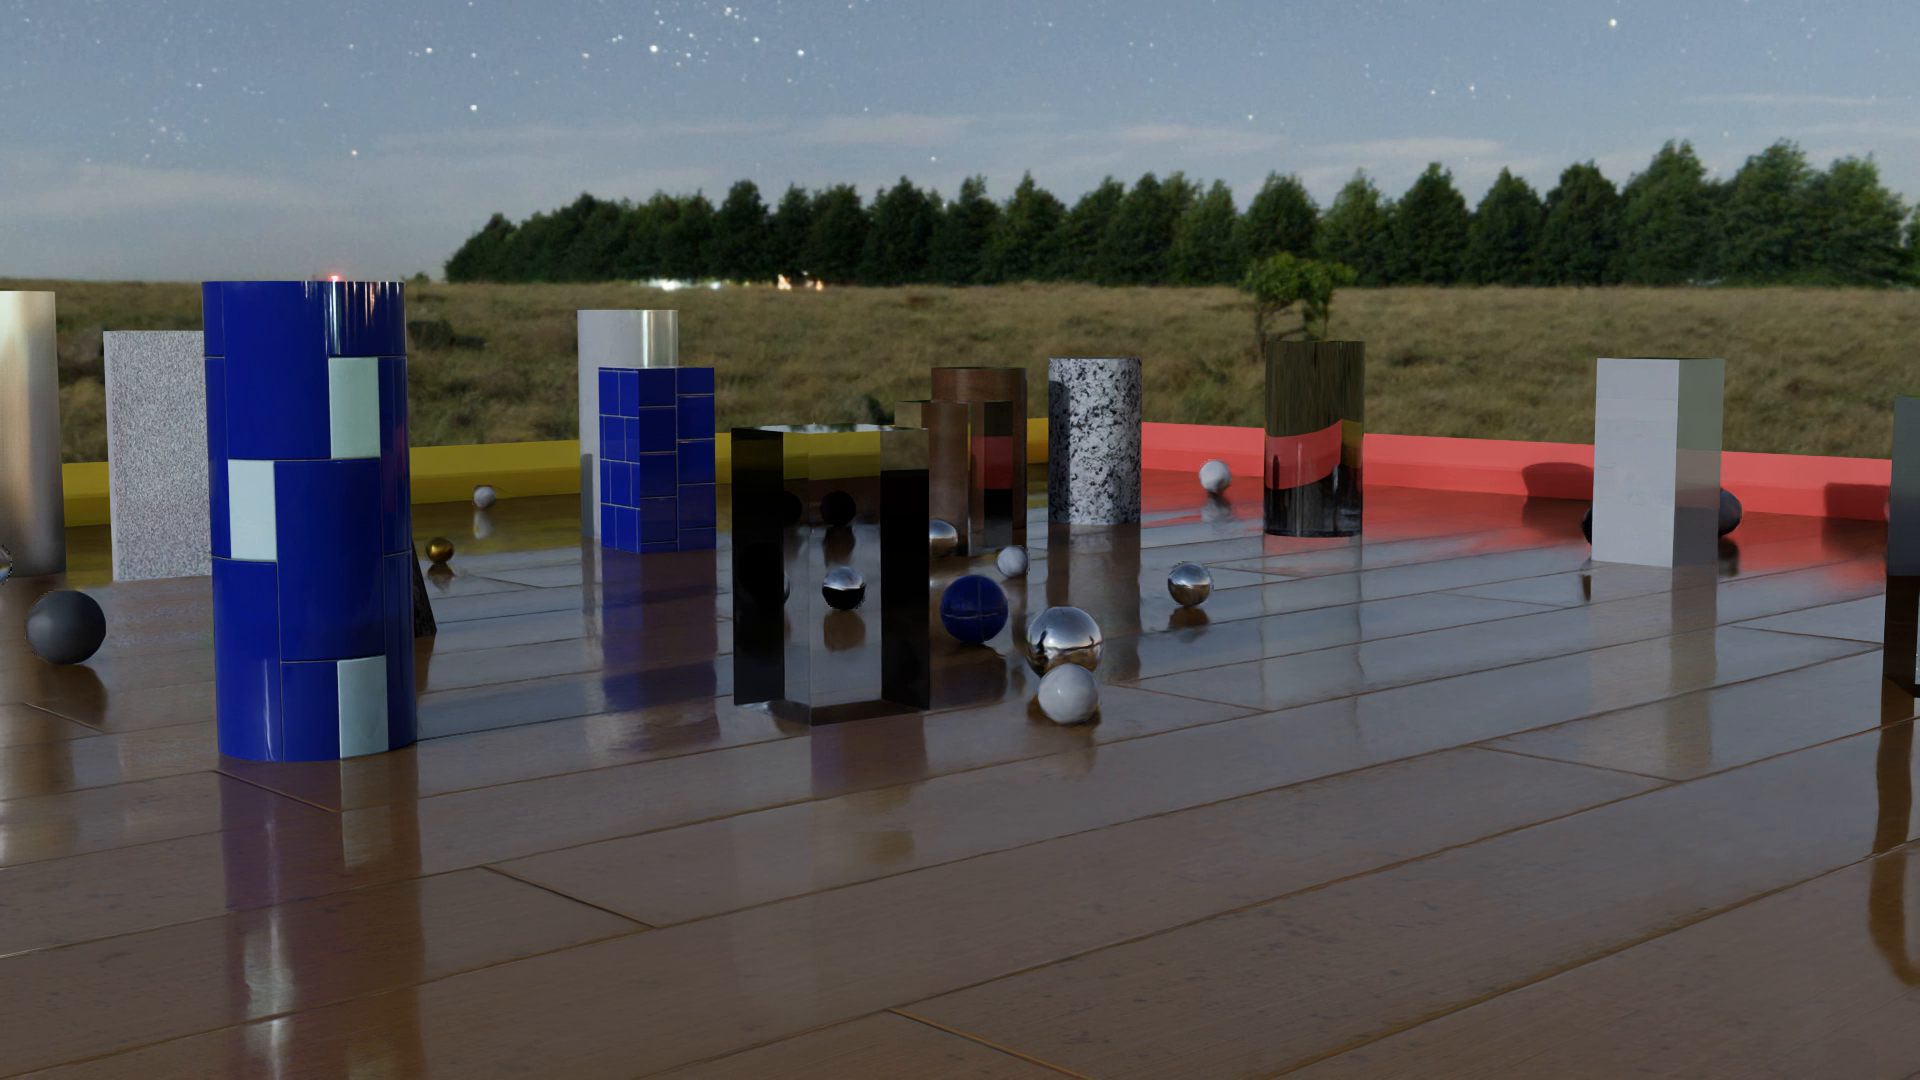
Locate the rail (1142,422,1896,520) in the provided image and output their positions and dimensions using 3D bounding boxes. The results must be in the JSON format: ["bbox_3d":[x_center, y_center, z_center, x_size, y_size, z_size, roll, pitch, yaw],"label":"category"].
[{"bbox_3d":[1.711,-0.130,4.902,0.045,0.128,4.290,-5,8,-42],"label":"rail"}]

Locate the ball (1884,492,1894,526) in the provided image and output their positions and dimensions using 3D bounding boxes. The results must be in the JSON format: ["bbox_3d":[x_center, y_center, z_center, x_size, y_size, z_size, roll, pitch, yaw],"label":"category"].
[{"bbox_3d":[1.912,-0.062,4.428,0.094,0.094,0.094,0,6,0],"label":"ball"}]

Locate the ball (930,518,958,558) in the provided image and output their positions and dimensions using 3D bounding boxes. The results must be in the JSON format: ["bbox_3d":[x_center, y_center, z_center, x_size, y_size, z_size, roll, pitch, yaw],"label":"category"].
[{"bbox_3d":[-0.039,-0.003,3.966,0.071,0.071,0.071,0,6,0],"label":"ball"}]

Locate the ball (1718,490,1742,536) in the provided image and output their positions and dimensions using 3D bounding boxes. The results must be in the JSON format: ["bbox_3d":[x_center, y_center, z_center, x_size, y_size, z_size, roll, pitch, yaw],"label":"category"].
[{"bbox_3d":[1.499,-0.054,4.354,0.093,0.093,0.093,0,6,0],"label":"ball"}]

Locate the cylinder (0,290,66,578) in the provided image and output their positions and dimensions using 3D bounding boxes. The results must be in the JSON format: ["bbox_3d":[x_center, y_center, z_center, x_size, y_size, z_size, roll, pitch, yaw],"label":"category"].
[{"bbox_3d":[-1.633,-0.182,3.732,0.198,0.476,0.198,0,6,0],"label":"cylinder"}]

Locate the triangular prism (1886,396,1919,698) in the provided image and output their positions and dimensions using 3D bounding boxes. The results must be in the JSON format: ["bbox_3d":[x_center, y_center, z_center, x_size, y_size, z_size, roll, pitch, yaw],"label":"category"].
[{"bbox_3d":[1.161,0.002,2.614,0.171,0.342,0.148,-2,6,-19],"label":"triangular prism"}]

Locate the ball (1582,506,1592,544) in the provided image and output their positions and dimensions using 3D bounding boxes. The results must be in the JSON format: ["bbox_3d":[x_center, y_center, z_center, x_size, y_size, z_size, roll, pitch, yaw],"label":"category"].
[{"bbox_3d":[1.202,-0.027,4.066,0.099,0.099,0.099,0,6,0],"label":"ball"}]

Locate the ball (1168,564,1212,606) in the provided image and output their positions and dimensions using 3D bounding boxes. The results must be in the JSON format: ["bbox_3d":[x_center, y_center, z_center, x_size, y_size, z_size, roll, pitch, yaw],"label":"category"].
[{"bbox_3d":[0.346,0.068,3.319,0.065,0.065,0.065,0,6,0],"label":"ball"}]

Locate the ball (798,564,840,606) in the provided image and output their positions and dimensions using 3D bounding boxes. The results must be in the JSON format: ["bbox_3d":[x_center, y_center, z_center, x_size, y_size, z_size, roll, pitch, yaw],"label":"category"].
[{"bbox_3d":[-0.212,0.067,3.329,0.064,0.064,0.064,0,6,0],"label":"ball"}]

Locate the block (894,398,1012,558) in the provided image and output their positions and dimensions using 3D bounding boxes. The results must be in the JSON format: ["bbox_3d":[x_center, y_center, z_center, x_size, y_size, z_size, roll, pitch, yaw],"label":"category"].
[{"bbox_3d":[-0.011,-0.118,4.077,0.158,0.278,0.158,4,7,32],"label":"block"}]

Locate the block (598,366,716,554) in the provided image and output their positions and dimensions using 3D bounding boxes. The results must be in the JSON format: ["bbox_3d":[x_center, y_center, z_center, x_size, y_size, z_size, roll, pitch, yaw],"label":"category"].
[{"bbox_3d":[-0.568,-0.154,4.126,0.158,0.339,0.158,-4,7,-36],"label":"block"}]

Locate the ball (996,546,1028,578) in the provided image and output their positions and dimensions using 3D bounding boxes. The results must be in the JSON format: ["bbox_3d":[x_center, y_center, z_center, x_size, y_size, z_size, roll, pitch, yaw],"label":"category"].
[{"bbox_3d":[0.088,0.037,3.672,0.053,0.053,0.053,0,6,0],"label":"ball"}]

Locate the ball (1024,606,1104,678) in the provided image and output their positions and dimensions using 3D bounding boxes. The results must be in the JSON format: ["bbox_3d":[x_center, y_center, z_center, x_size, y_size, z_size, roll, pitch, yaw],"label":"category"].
[{"bbox_3d":[0.123,0.126,2.618,0.095,0.095,0.095,0,6,0],"label":"ball"}]

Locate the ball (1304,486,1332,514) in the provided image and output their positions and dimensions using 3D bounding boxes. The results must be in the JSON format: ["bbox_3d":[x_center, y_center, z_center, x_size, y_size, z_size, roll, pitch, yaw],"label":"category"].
[{"bbox_3d":[0.784,-0.087,4.813,0.062,0.062,0.062,0,6,0],"label":"ball"}]

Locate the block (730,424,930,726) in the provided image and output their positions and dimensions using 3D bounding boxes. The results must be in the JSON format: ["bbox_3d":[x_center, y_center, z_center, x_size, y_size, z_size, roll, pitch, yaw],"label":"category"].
[{"bbox_3d":[-0.145,0.032,2.455,0.158,0.315,0.158,-4,7,-37],"label":"block"}]

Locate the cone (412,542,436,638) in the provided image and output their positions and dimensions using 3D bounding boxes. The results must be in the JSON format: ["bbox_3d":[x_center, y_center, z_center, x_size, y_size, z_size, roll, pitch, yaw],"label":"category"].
[{"bbox_3d":[-0.827,-0.082,3.029,0.198,0.423,0.198,0,6,0],"label":"cone"}]

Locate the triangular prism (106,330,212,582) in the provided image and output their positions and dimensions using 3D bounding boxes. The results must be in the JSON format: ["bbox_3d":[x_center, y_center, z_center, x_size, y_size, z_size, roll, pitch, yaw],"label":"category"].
[{"bbox_3d":[-1.373,-0.147,3.713,0.171,0.410,0.148,-5,8,-40],"label":"triangular prism"}]

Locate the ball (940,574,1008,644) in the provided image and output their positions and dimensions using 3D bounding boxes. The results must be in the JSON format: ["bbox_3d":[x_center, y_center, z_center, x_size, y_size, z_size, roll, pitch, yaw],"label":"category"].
[{"bbox_3d":[0.019,0.092,2.950,0.093,0.093,0.093,0,6,0],"label":"ball"}]

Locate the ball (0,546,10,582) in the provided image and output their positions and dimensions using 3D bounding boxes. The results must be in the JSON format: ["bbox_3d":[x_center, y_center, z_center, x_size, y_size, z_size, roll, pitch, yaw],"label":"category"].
[{"bbox_3d":[-1.570,0.040,3.539,0.075,0.075,0.075,0,6,0],"label":"ball"}]

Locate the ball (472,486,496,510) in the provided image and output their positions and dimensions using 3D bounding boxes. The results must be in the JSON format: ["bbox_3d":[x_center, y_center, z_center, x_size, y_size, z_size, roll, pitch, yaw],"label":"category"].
[{"bbox_3d":[-1.069,-0.096,4.947,0.053,0.053,0.053,0,6,0],"label":"ball"}]

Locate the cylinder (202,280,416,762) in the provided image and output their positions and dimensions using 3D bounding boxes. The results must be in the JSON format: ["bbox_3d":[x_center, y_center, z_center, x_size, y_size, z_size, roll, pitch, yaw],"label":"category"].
[{"bbox_3d":[-0.664,-0.026,2.250,0.198,0.473,0.198,0,6,0],"label":"cylinder"}]

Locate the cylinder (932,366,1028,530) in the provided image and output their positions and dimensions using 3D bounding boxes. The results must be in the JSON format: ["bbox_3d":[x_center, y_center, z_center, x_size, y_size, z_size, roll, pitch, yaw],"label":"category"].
[{"bbox_3d":[0.039,-0.190,4.526,0.198,0.327,0.198,0,6,0],"label":"cylinder"}]

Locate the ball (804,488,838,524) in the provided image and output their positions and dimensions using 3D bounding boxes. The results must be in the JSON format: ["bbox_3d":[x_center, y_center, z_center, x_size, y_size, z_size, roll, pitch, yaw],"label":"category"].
[{"bbox_3d":[-0.291,-0.070,4.600,0.073,0.073,0.073,0,6,0],"label":"ball"}]

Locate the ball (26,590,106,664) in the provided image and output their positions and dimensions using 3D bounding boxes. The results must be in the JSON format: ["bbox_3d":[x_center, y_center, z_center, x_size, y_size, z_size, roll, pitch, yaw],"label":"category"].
[{"bbox_3d":[-1.128,0.110,2.775,0.094,0.094,0.094,0,6,0],"label":"ball"}]

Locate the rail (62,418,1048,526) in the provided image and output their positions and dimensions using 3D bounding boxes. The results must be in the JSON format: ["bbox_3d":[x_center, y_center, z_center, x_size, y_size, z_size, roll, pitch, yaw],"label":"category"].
[{"bbox_3d":[-1.439,-0.128,4.883,4.704,0.128,0.045,-5,8,-42],"label":"rail"}]

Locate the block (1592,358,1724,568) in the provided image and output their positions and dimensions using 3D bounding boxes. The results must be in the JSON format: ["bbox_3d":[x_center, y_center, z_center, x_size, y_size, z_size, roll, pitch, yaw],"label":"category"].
[{"bbox_3d":[1.242,-0.143,3.914,0.158,0.360,0.158,-6,8,-43],"label":"block"}]

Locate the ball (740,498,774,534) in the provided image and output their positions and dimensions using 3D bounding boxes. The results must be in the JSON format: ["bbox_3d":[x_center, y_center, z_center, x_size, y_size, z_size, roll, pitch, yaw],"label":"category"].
[{"bbox_3d":[-0.406,-0.049,4.411,0.070,0.070,0.070,0,6,0],"label":"ball"}]

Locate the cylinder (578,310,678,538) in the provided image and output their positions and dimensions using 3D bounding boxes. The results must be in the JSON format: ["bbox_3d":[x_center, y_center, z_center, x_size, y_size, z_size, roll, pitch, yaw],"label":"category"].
[{"bbox_3d":[-0.659,-0.234,4.379,0.198,0.446,0.198,0,6,0],"label":"cylinder"}]

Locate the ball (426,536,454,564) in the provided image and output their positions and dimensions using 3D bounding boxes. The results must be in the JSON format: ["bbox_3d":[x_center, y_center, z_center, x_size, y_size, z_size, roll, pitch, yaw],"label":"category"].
[{"bbox_3d":[-0.920,0.017,3.887,0.048,0.048,0.048,0,6,0],"label":"ball"}]

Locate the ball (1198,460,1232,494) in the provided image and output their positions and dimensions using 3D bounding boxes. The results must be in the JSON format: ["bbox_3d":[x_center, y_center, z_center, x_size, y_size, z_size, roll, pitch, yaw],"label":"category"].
[{"bbox_3d":[0.623,-0.154,5.369,0.080,0.080,0.080,0,6,0],"label":"ball"}]

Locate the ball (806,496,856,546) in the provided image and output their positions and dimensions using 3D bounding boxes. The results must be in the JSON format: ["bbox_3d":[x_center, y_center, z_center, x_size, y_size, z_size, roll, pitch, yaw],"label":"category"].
[{"bbox_3d":[-0.245,-0.036,4.182,0.092,0.092,0.092,0,6,0],"label":"ball"}]

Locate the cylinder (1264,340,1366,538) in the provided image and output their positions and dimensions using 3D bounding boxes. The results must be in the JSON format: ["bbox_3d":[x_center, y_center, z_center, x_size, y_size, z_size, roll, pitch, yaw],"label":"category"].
[{"bbox_3d":[0.709,-0.205,4.404,0.198,0.383,0.198,0,6,0],"label":"cylinder"}]

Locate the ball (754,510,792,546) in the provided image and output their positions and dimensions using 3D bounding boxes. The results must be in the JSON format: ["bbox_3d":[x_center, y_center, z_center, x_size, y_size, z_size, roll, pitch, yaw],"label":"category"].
[{"bbox_3d":[-0.352,-0.023,4.155,0.071,0.071,0.071,0,6,0],"label":"ball"}]

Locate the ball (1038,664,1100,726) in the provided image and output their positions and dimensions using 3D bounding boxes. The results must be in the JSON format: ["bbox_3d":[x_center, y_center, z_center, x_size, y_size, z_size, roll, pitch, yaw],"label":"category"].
[{"bbox_3d":[0.117,0.166,2.367,0.067,0.067,0.067,0,6,0],"label":"ball"}]

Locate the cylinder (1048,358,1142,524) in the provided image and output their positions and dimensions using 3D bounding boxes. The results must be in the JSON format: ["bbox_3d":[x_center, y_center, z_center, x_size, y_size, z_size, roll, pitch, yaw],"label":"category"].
[{"bbox_3d":[0.286,-0.214,4.670,0.198,0.344,0.198,0,6,0],"label":"cylinder"}]
